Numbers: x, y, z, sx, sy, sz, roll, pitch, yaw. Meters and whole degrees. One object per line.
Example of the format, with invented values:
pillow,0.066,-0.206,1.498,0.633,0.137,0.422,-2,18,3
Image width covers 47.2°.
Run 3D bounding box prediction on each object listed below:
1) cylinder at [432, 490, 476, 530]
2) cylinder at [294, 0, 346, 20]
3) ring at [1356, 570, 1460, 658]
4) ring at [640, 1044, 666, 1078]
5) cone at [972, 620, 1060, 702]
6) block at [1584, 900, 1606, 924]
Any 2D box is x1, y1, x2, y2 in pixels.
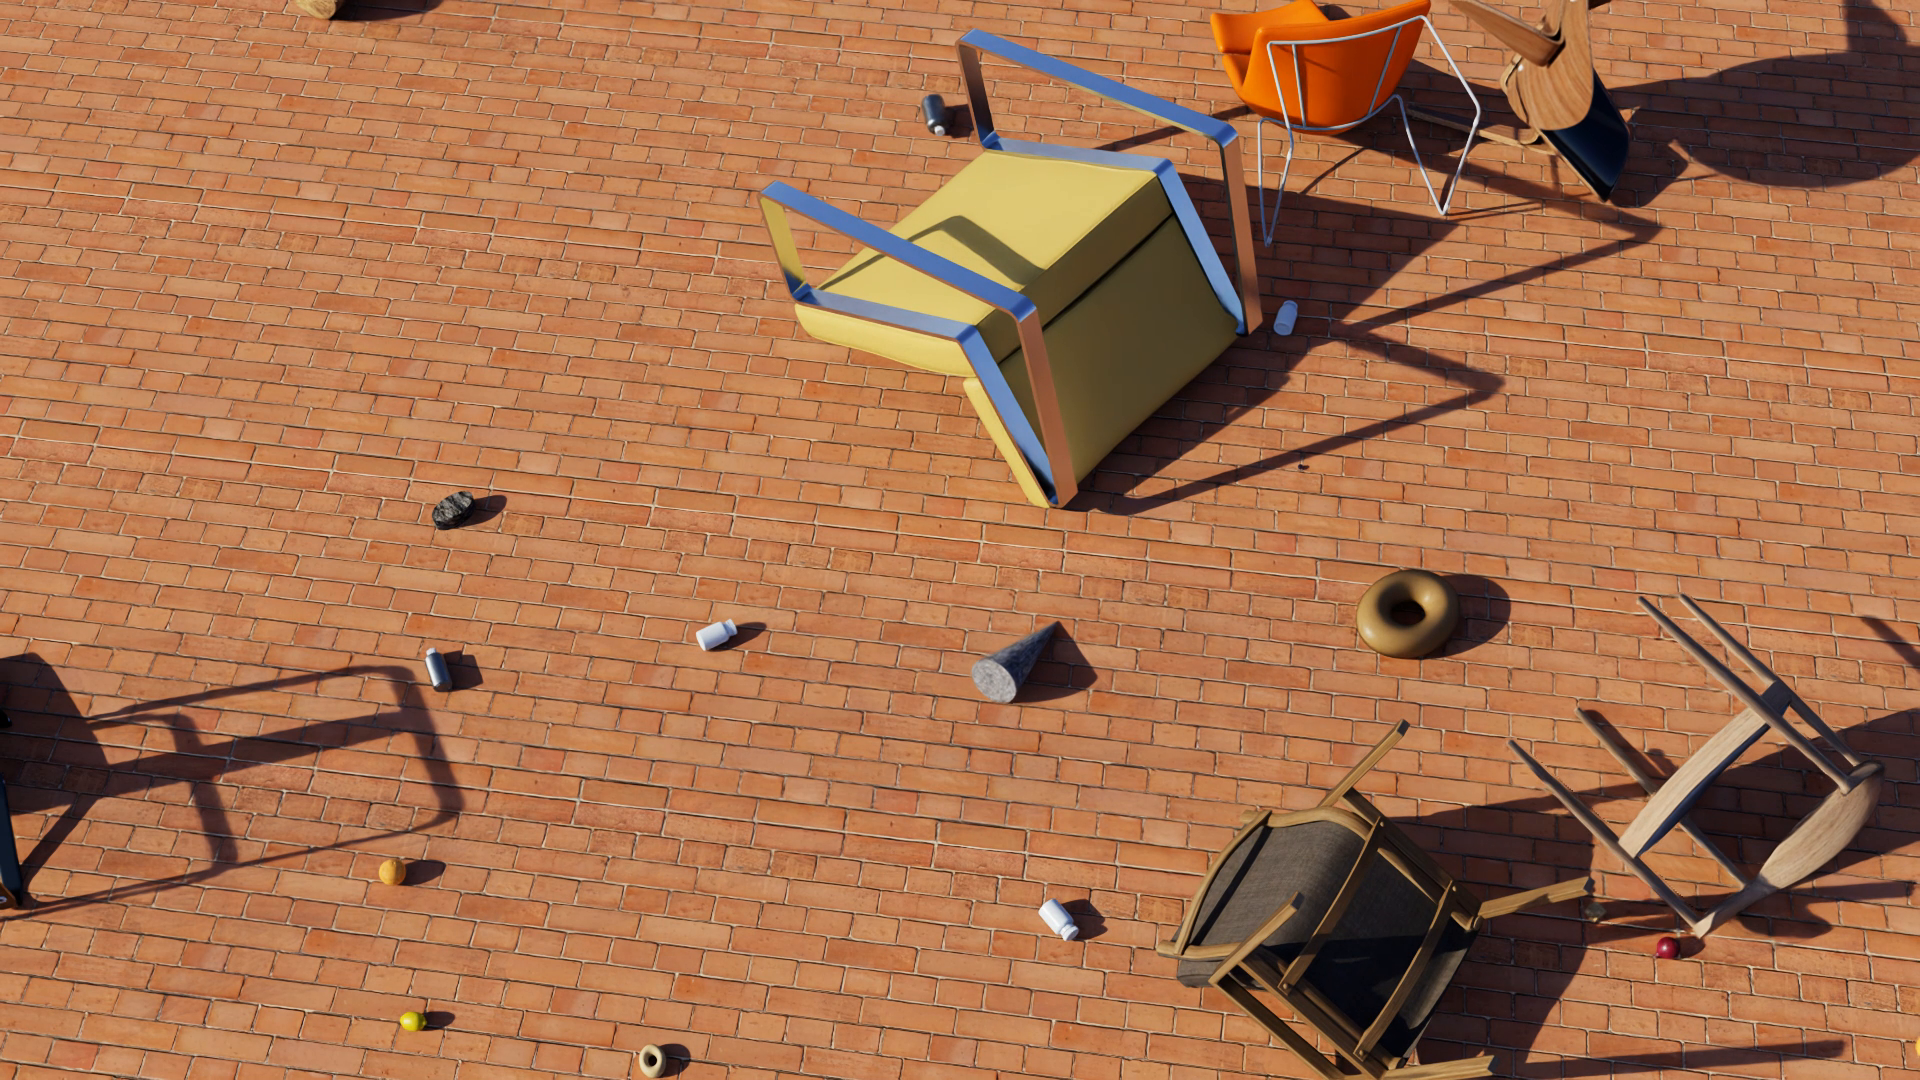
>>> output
cylinder,-1.519,-0.088,6.602,0.139,0.052,0.076,-37,64,-22
cylinder,-2.228,-2.008,7.789,0.197,0.224,0.249,34,59,-8
ring,1.297,0.213,6.363,0.320,0.115,0.264,-27,61,-16
ring,-0.790,1.339,5.652,0.069,0.039,0.090,-13,58,-6
cone,0.193,0.317,6.316,0.326,0.161,0.146,-40,104,-38
block,1.701,0.996,5.886,0.035,0.033,0.040,-28,60,-17
